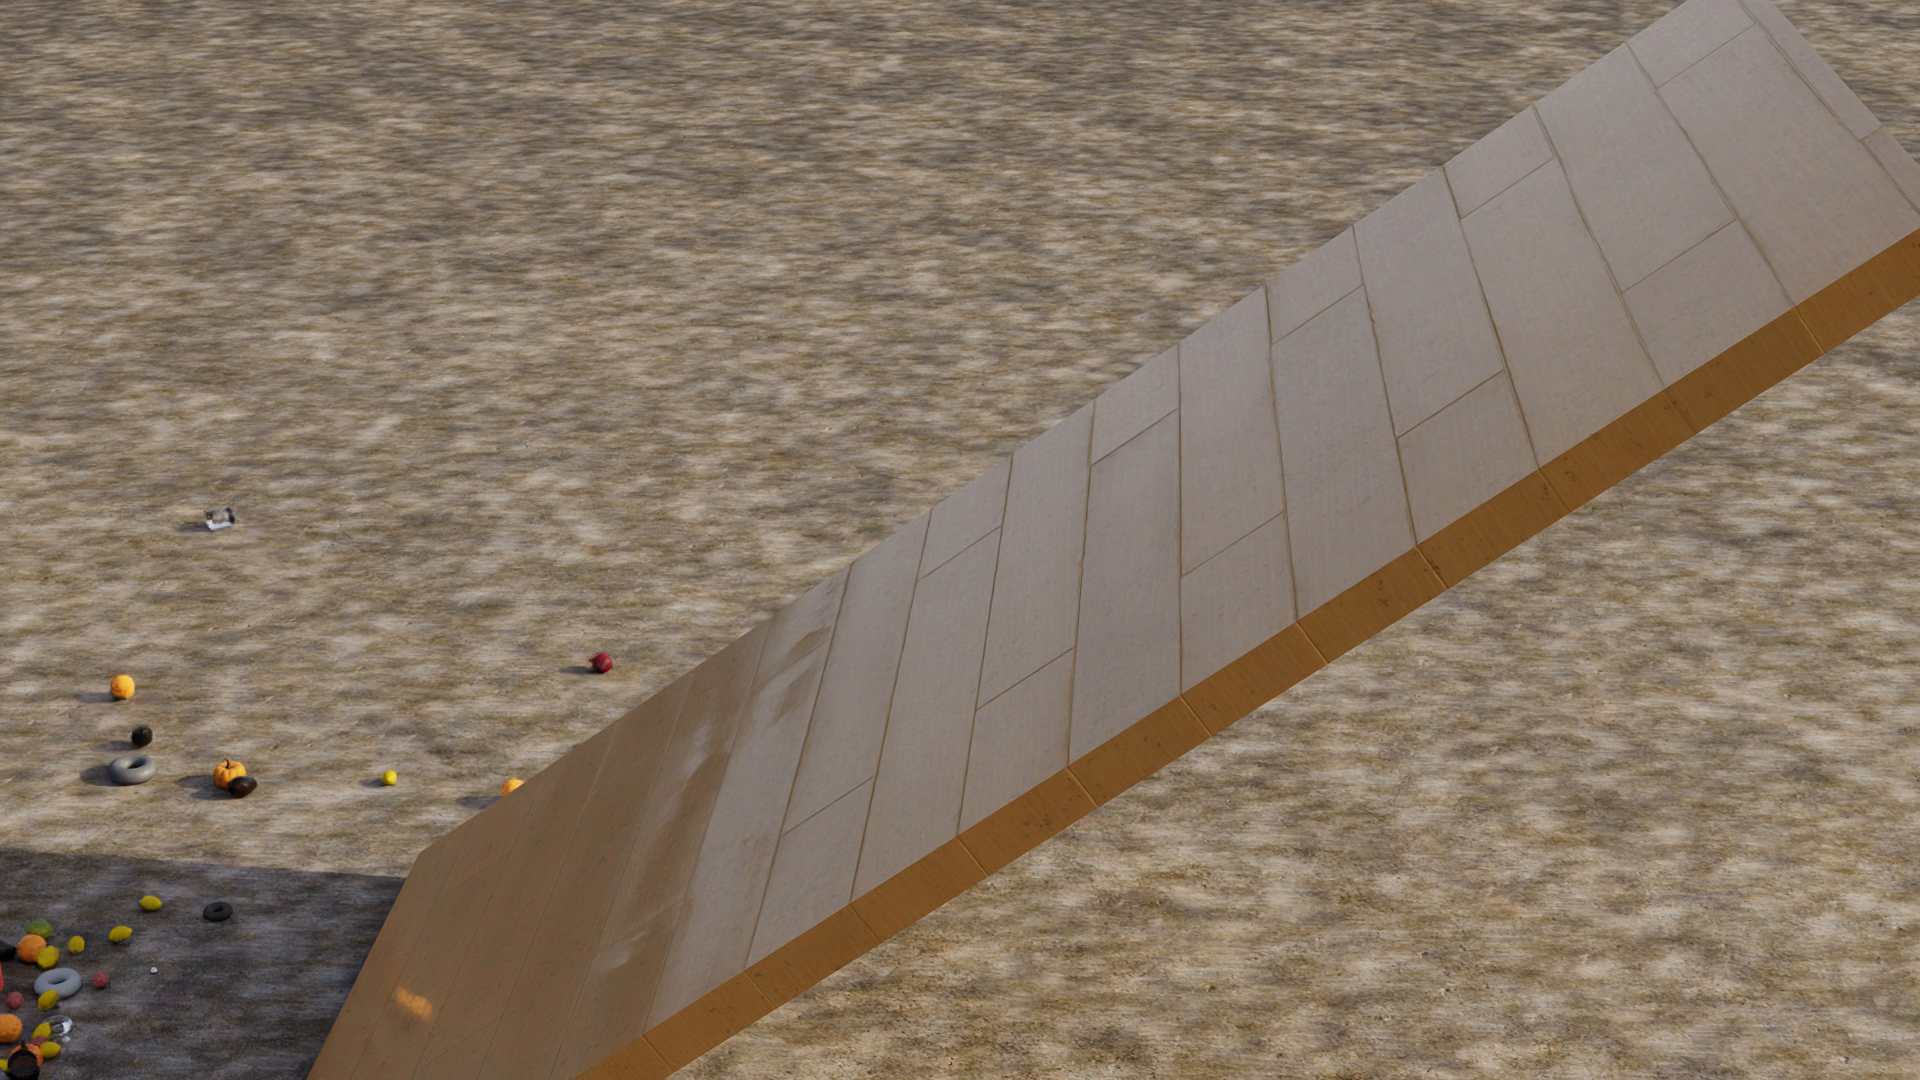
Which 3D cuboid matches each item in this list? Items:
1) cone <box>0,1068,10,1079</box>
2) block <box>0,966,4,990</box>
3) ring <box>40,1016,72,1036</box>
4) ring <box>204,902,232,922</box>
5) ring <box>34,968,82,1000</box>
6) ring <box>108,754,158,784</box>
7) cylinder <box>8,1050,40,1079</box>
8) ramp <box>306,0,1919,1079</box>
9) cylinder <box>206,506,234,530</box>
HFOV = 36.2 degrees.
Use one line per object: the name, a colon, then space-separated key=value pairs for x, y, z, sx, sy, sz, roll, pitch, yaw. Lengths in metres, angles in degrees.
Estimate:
cone: x=-2.231 y=1.255 z=6.837 sx=0.083 sy=0.083 sz=0.083 roll=0 pitch=22 yaw=0
block: x=-2.423 y=1.082 z=7.246 sx=0.094 sy=0.094 sz=0.094 roll=1 pitch=22 yaw=2
ring: x=-2.185 y=1.174 z=7.111 sx=0.076 sy=0.025 sz=0.076 roll=-1 pitch=22 yaw=1
ring: x=-1.925 y=0.964 z=7.628 sx=0.075 sy=0.025 sz=0.075 roll=0 pitch=23 yaw=0
ring: x=-2.233 y=1.098 z=7.280 sx=0.115 sy=0.038 sz=0.115 roll=-1 pitch=23 yaw=0
ring: x=-2.352 y=0.652 z=8.363 sx=0.137 sy=0.046 sz=0.137 roll=1 pitch=22 yaw=0
cylinder: x=-2.189 y=1.234 z=6.877 sx=0.065 sy=0.065 sz=0.065 roll=5 pitch=59 yaw=-8
ramp: x=0.131 y=0.177 z=6.317 sx=4.000 sy=0.100 sz=2.000 roll=-34 pitch=16 yaw=16
cylinder: x=-2.543 y=-0.074 z=10.106 sx=0.070 sy=0.070 sz=0.070 roll=-17 pitch=28 yaw=-36
